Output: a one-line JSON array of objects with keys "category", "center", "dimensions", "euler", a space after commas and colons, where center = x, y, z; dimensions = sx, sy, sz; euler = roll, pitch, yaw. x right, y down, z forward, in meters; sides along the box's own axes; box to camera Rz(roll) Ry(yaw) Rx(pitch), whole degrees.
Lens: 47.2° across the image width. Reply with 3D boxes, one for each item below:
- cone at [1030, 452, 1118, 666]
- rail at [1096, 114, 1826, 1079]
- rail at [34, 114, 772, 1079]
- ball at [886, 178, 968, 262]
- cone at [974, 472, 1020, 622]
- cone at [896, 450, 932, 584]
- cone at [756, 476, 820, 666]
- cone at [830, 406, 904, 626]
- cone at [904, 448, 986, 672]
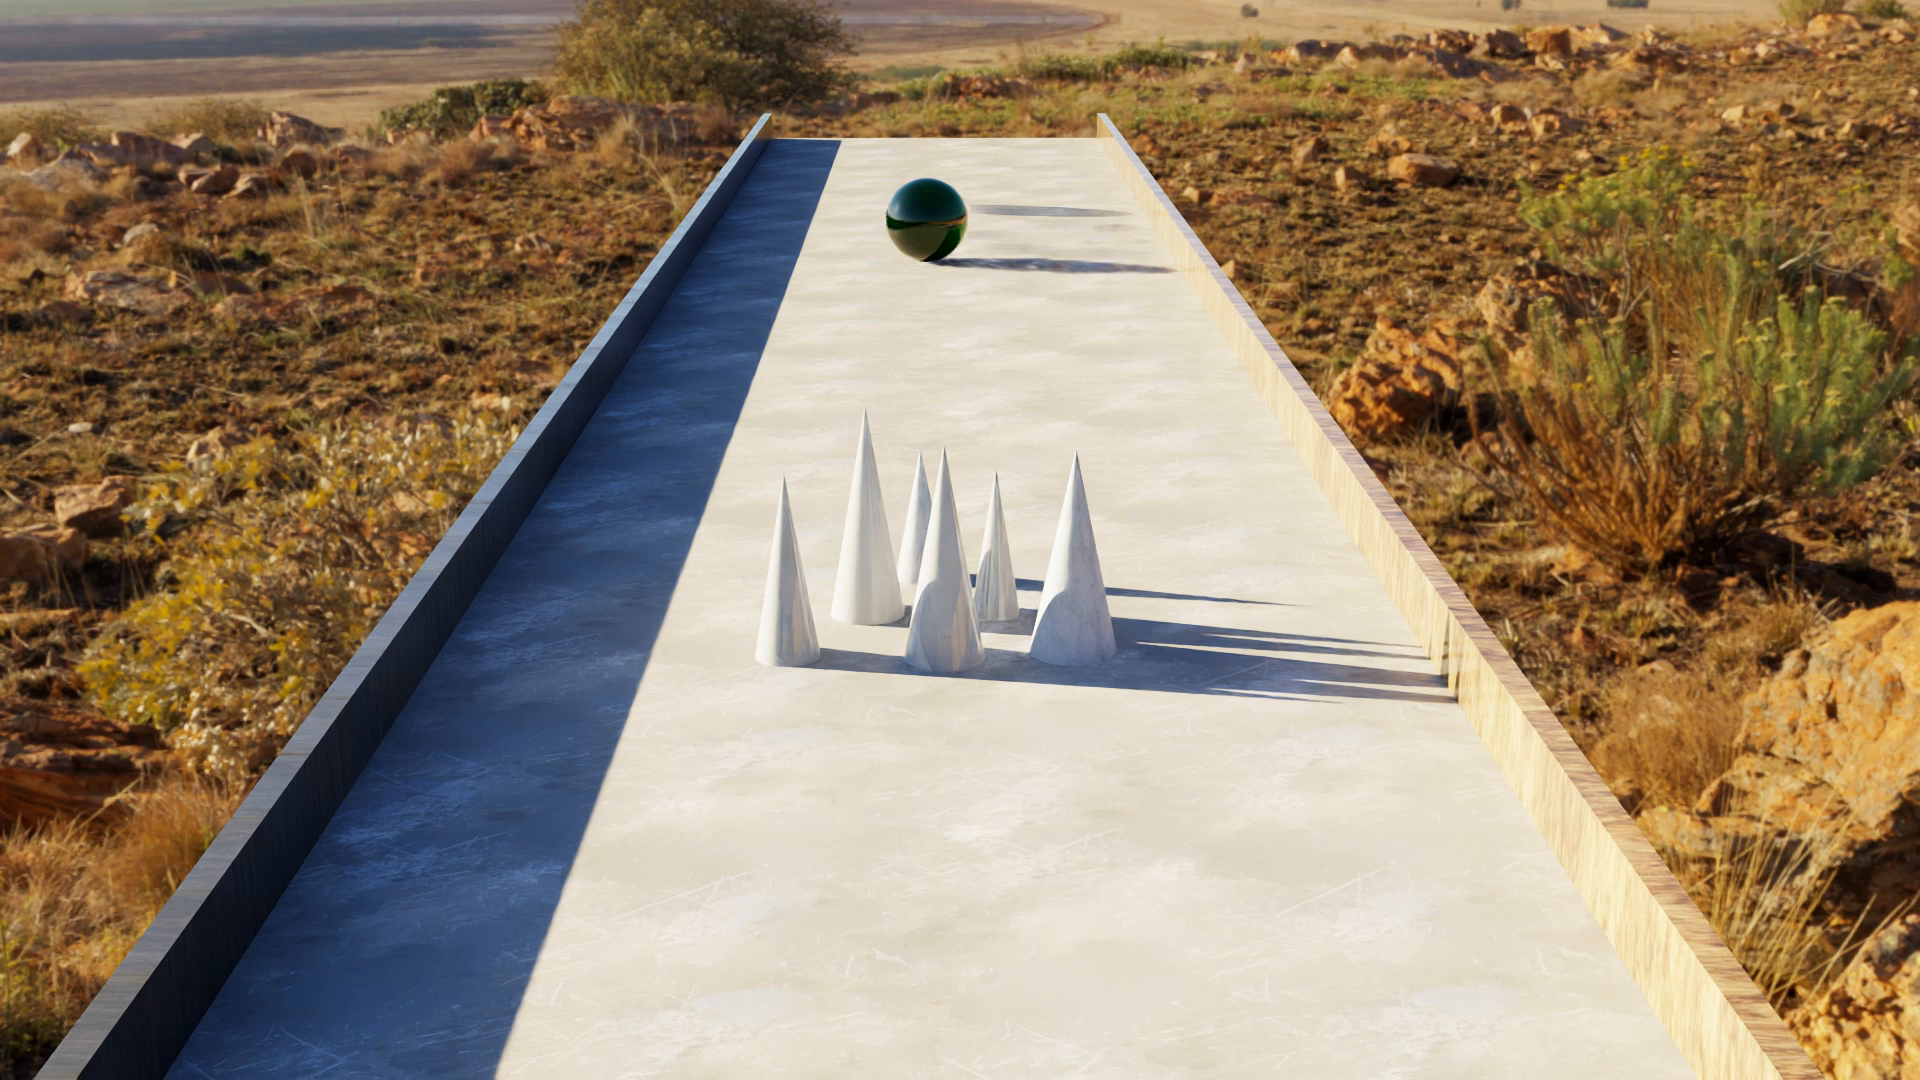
[{"category": "cone", "center": [0.230, 0.022, 4.407], "dimensions": [0.179, 0.425, 0.179], "euler": [0, 17, 0]}, {"category": "rail", "center": [0.932, -0.844, 7.801], "dimensions": [0.050, 0.150, 12.000], "euler": [0, 17, -1]}, {"category": "rail", "center": [-1.118, -0.838, 7.780], "dimensions": [0.050, 0.150, 12.000], "euler": [0, 17, -1]}, {"category": "ball", "center": [-0.137, -1.322, 9.073], "dimensions": [0.342, 0.342, 0.342], "euler": [0, 17, 0]}, {"category": "cone", "center": [0.076, 0.001, 4.653], "dimensions": [0.106, 0.324, 0.106], "euler": [0, 17, 0]}, {"category": "cone", "center": [-0.087, -0.060, 4.903], "dimensions": [0.117, 0.300, 0.117], "euler": [0, 17, 0]}, {"category": "cone", "center": [-0.347, 0.050, 4.386], "dimensions": [0.133, 0.384, 0.133], "euler": [0, 17, 0]}, {"category": "cone", "center": [-0.197, -0.062, 4.634], "dimensions": [0.159, 0.457, 0.159], "euler": [0, 17, 0]}, {"category": "cone", "center": [-0.031, 0.023, 4.368], "dimensions": [0.164, 0.444, 0.164], "euler": [0, 17, 0]}]
